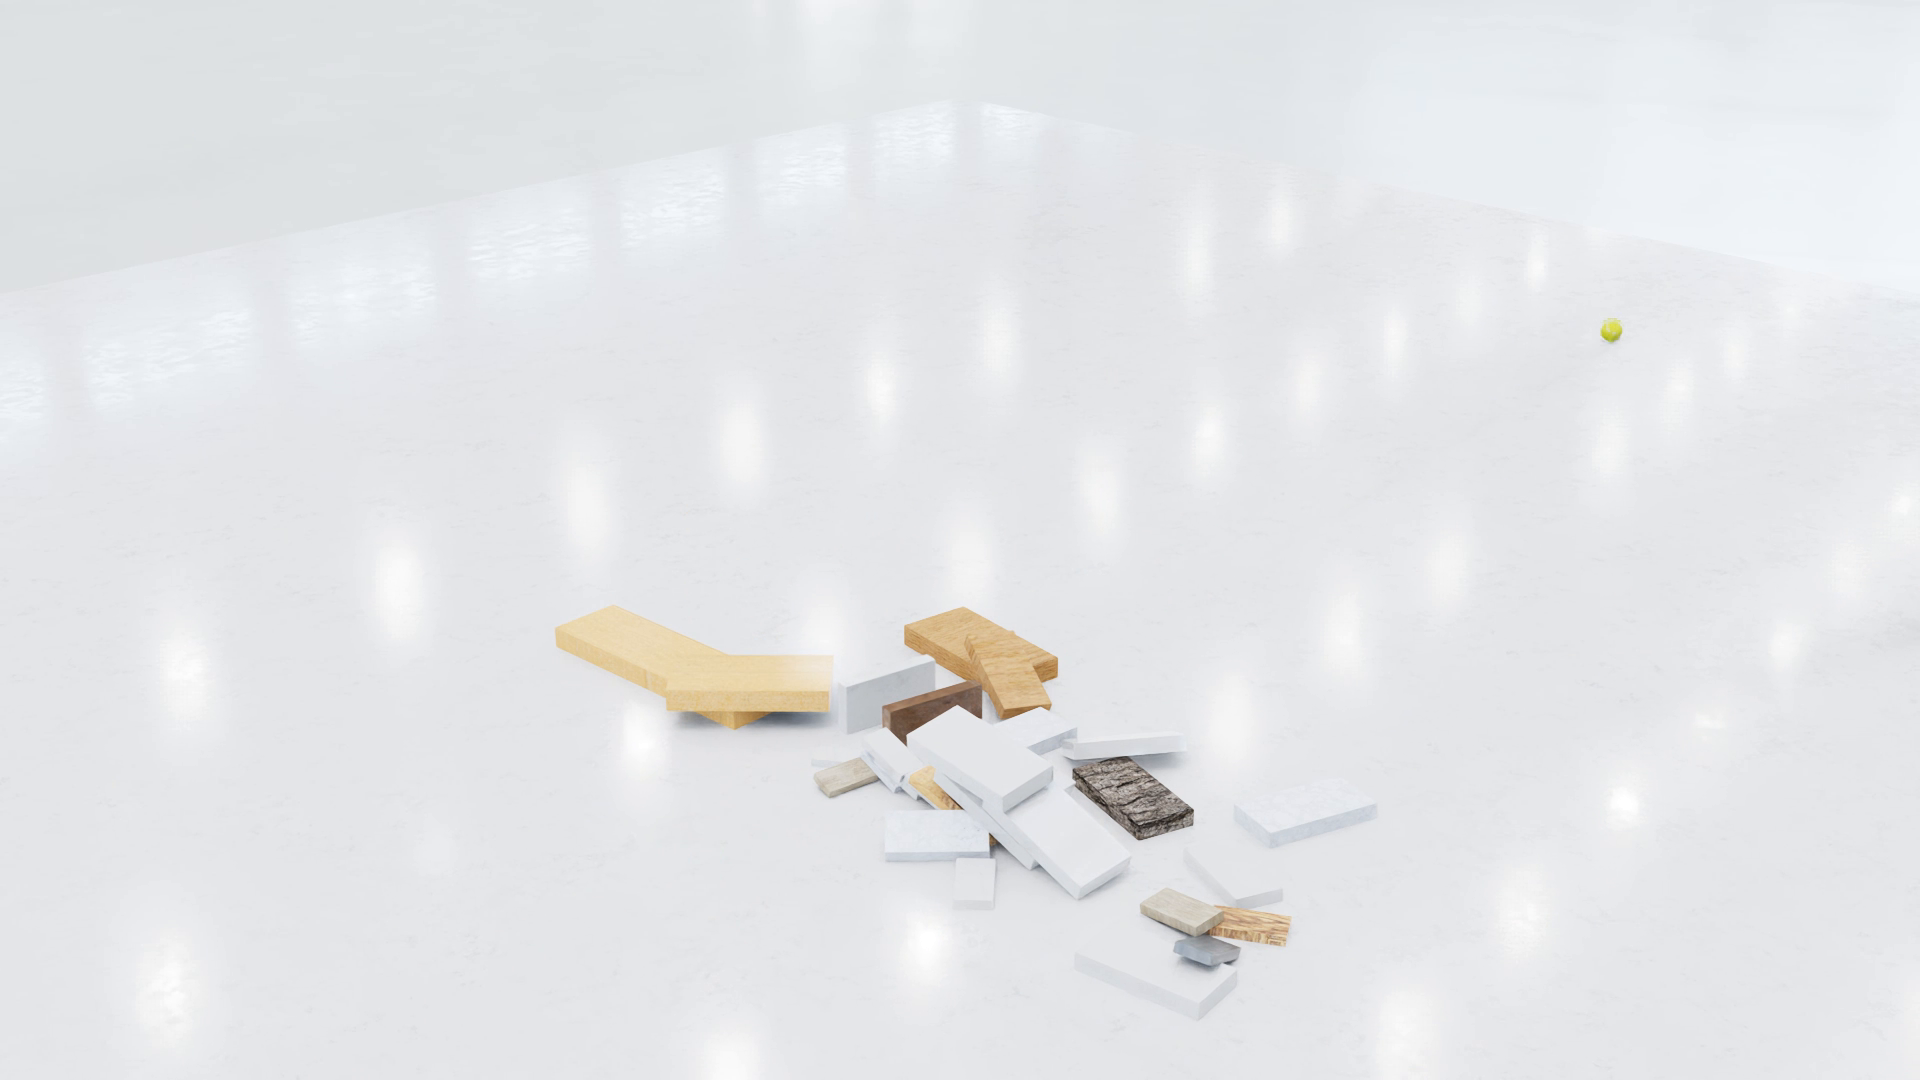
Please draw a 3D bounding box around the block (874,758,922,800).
[{"bbox_3d":[-0.109,0.480,4.549,0.066,0.019,0.131,-23,50,-39],"label":"block"}]

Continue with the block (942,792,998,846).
[{"bbox_3d":[0.041,0.545,4.395,0.075,0.021,0.149,-20,47,-40],"label":"block"}]

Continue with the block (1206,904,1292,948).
[{"bbox_3d":[0.534,0.711,4.057,0.146,0.021,0.073,6,24,15],"label":"block"}]

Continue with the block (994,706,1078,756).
[{"bbox_3d":[0.117,0.430,4.704,0.251,0.034,0.121,-18,29,-36],"label":"block"}]

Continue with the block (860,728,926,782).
[{"bbox_3d":[-0.140,0.444,4.555,0.066,0.019,0.131,-20,48,-37],"label":"block"}]

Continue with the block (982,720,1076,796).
[{"bbox_3d":[0.107,0.457,4.483,0.241,0.034,0.121,33,24,20],"label":"block"}]

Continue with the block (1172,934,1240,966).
[{"bbox_3d":[0.442,0.732,3.929,0.073,0.021,0.146,16,3,27],"label":"block"}]

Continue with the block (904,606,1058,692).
[{"bbox_3d":[0.046,0.257,5.092,0.176,0.050,0.353,-17,28,-34],"label":"block"}]

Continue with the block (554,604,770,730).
[{"bbox_3d":[-0.661,0.284,5.028,0.619,0.050,0.176,20,30,38],"label":"block"}]

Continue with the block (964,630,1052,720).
[{"bbox_3d":[0.106,0.299,4.898,0.117,0.033,0.233,-5,44,-24],"label":"block"}]

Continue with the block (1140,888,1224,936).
[{"bbox_3d":[0.411,0.689,4.078,0.073,0.021,0.146,-24,25,-35],"label":"block"}]

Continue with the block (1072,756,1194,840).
[{"bbox_3d":[0.350,0.523,4.481,0.130,0.037,0.259,-12,26,-25],"label":"block"}]

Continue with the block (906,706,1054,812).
[{"bbox_3d":[0.038,0.428,4.331,0.137,0.039,0.275,-28,41,-34],"label":"block"}]

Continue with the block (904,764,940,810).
[{"bbox_3d":[-0.046,0.512,4.488,0.066,0.019,0.131,-21,45,-40],"label":"block"}]

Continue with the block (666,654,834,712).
[{"bbox_3d":[-0.458,0.313,4.831,0.353,0.050,0.176,0,23,0],"label":"block"}]

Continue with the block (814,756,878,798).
[{"bbox_3d":[-0.236,0.490,4.558,0.122,0.017,0.061,-17,46,-33],"label":"block"}]

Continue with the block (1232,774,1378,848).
[{"bbox_3d":[0.695,0.546,4.427,0.259,0.037,0.130,-11,25,-25],"label":"block"}]

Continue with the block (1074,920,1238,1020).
[{"bbox_3d":[0.348,0.764,3.913,0.259,0.037,0.130,16,28,34],"label":"block"}]

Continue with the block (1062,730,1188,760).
[{"bbox_3d":[0.346,0.433,4.638,0.241,0.034,0.121,-4,-1,-8],"label":"block"}]

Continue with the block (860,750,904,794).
[{"bbox_3d":[-0.147,0.473,4.577,0.061,0.017,0.122,-17,46,-35],"label":"block"}]

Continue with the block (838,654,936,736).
[{"bbox_3d":[-0.159,0.338,4.815,0.233,0.117,0.033,-15,27,-32],"label":"block"}]

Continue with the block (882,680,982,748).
[{"bbox_3d":[-0.058,0.384,4.706,0.233,0.117,0.033,-14,27,-30],"label":"block"}]

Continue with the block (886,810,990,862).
[{"bbox_3d":[-0.045,0.579,4.312,0.203,0.029,0.101,-1,45,-1],"label":"block"}]

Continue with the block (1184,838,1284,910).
[{"bbox_3d":[0.522,0.640,4.215,0.101,0.029,0.202,-10,25,-21],"label":"block"}]

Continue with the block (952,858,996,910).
[{"bbox_3d":[0.028,0.655,4.190,0.075,0.021,0.149,1,23,3],"label":"block"}]

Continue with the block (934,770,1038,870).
[{"bbox_3d":[0.093,0.517,4.336,0.137,0.039,0.275,-30,59,-36],"label":"block"}]

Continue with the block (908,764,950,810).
[{"bbox_3d":[-0.025,0.512,4.456,0.149,0.021,0.075,36,40,29],"label":"block"}]

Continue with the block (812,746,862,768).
[{"bbox_3d":[-0.247,0.462,4.649,0.122,0.017,0.061,5,23,11],"label":"block"}]

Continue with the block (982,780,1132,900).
[{"bbox_3d":[0.186,0.562,4.248,0.137,0.039,0.275,-26,54,-34],"label":"block"}]
